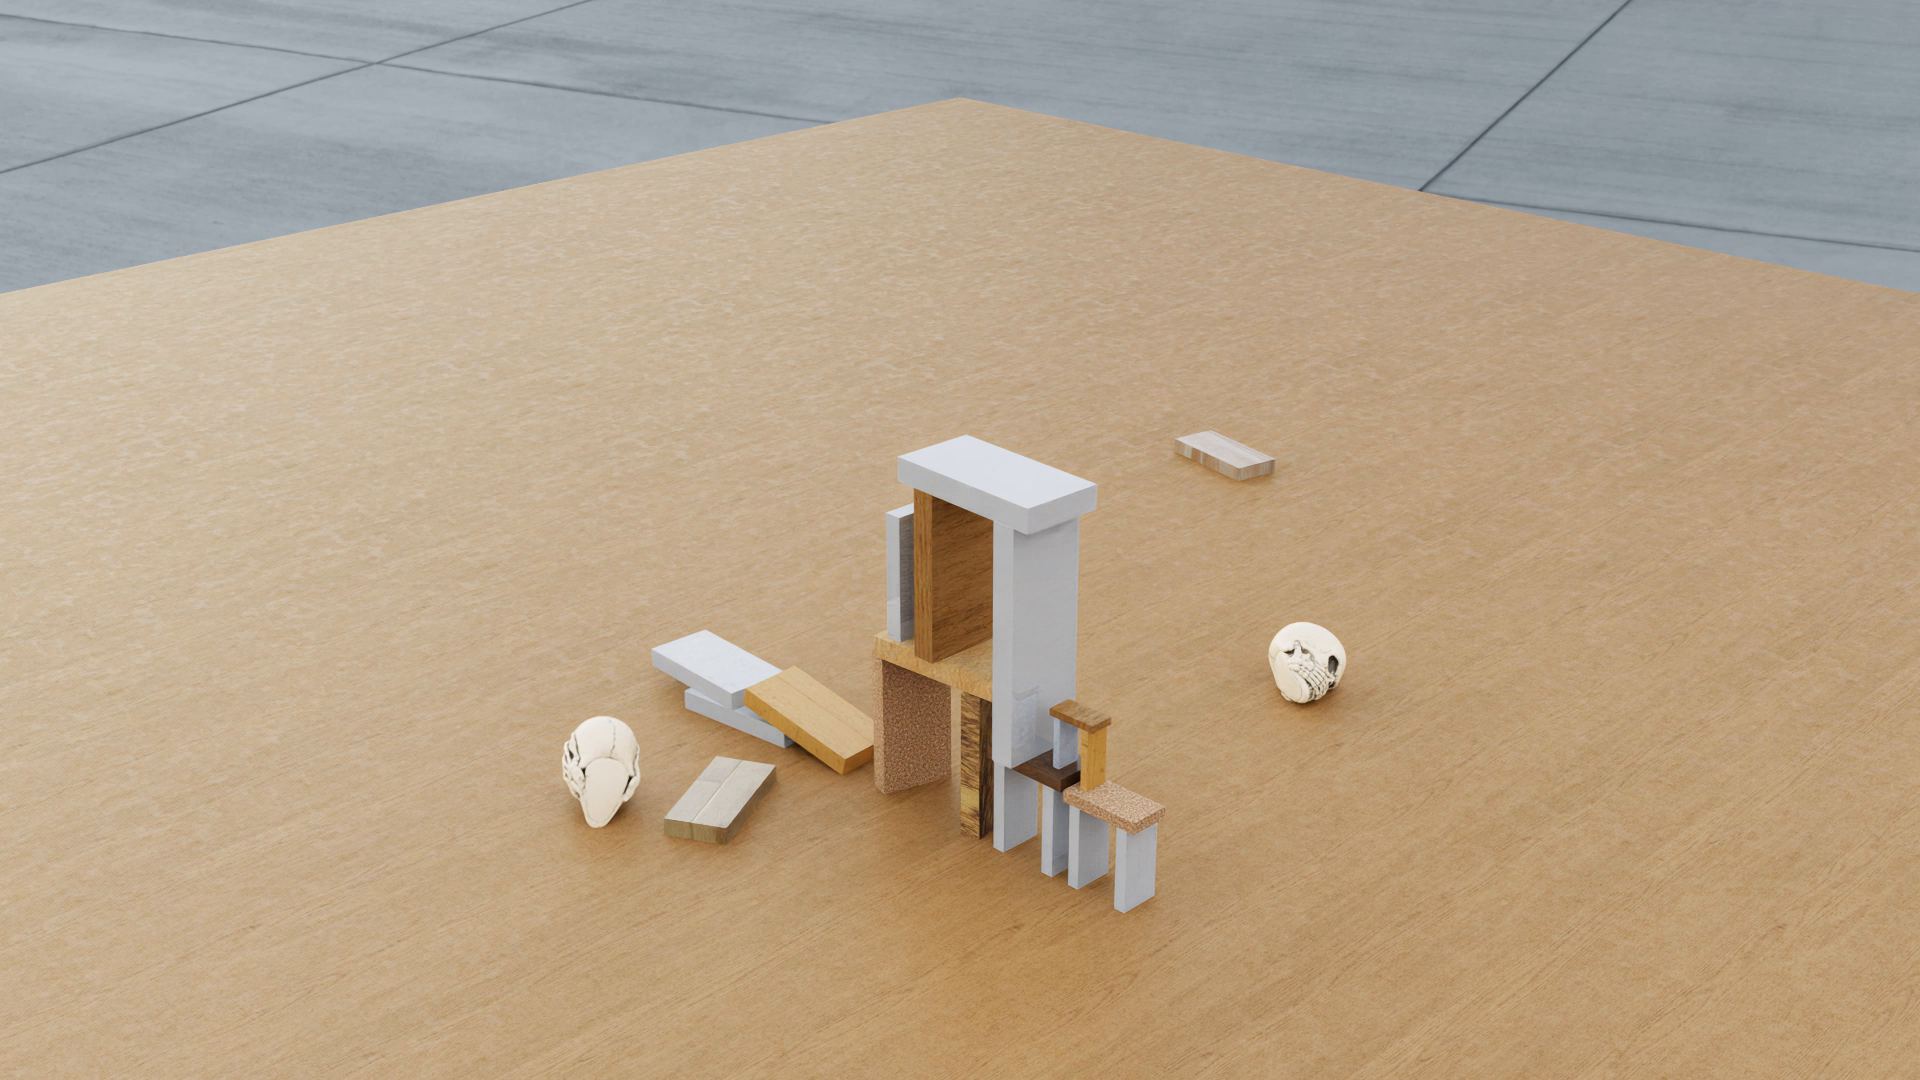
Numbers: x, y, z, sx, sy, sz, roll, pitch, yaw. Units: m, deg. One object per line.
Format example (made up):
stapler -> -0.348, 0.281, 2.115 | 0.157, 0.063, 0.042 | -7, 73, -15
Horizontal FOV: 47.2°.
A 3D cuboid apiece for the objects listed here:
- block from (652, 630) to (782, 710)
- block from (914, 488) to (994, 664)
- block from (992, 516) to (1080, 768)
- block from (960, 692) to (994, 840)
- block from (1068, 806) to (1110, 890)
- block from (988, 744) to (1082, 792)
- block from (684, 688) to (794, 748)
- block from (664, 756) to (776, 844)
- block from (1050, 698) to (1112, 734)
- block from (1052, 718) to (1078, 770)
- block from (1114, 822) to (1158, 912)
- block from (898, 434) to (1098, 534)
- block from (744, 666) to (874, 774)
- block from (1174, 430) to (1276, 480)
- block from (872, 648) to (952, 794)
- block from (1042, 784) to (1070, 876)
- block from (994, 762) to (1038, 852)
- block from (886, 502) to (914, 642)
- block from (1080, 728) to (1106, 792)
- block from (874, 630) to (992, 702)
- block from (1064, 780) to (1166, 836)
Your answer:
block -> -0.540, 0.289, 4.917 | 0.150, 0.042, 0.300 | -20, 30, -38
block -> -0.007, 0.046, 4.278 | 0.178, 0.356, 0.050 | -21, 31, -40
block -> 0.142, 0.176, 4.149 | 0.178, 0.493, 0.050 | -21, 31, -40
block -> 0.066, 0.421, 4.367 | 0.044, 0.314, 0.157 | 16, 28, 33
block -> 0.246, 0.570, 4.192 | 0.025, 0.175, 0.088 | 21, 31, 41
block -> 0.156, 0.423, 4.233 | 0.097, 0.027, 0.193 | -21, 31, -40
block -> -0.446, 0.367, 4.841 | 0.300, 0.042, 0.150 | 17, 29, 35
block -> -0.485, 0.527, 4.470 | 0.134, 0.038, 0.267 | 7, 24, 16
block -> 0.226, 0.330, 4.123 | 0.107, 0.015, 0.054 | 21, 31, 40
block -> 0.201, 0.376, 4.172 | 0.015, 0.107, 0.054 | 21, 31, 41
block -> 0.329, 0.602, 4.116 | 0.025, 0.176, 0.088 | 21, 31, 41
block -> 0.067, -0.107, 4.121 | 0.178, 0.050, 0.356 | -20, 30, -38
block -> -0.305, 0.384, 4.714 | 0.300, 0.042, 0.150 | 32, 36, 30
block -> 0.755, -0.243, 6.285 | 0.134, 0.038, 0.284 | -15, 27, -31
block -> -0.098, 0.356, 4.519 | 0.157, 0.314, 0.044 | -12, 26, -26
block -> 0.201, 0.543, 4.234 | 0.097, 0.194, 0.027 | -21, 31, -41
block -> 0.110, 0.507, 4.318 | 0.097, 0.193, 0.027 | -21, 31, -41
block -> -0.084, 0.057, 4.366 | 0.134, 0.267, 0.038 | -21, 31, -40
block -> 0.251, 0.406, 4.129 | 0.054, 0.128, 0.015 | -21, 31, -41
block -> -0.002, 0.229, 4.360 | 0.314, 0.044, 0.157 | 19, 29, 37
block -> 0.288, 0.494, 4.115 | 0.088, 0.025, 0.175 | -21, 31, -41
